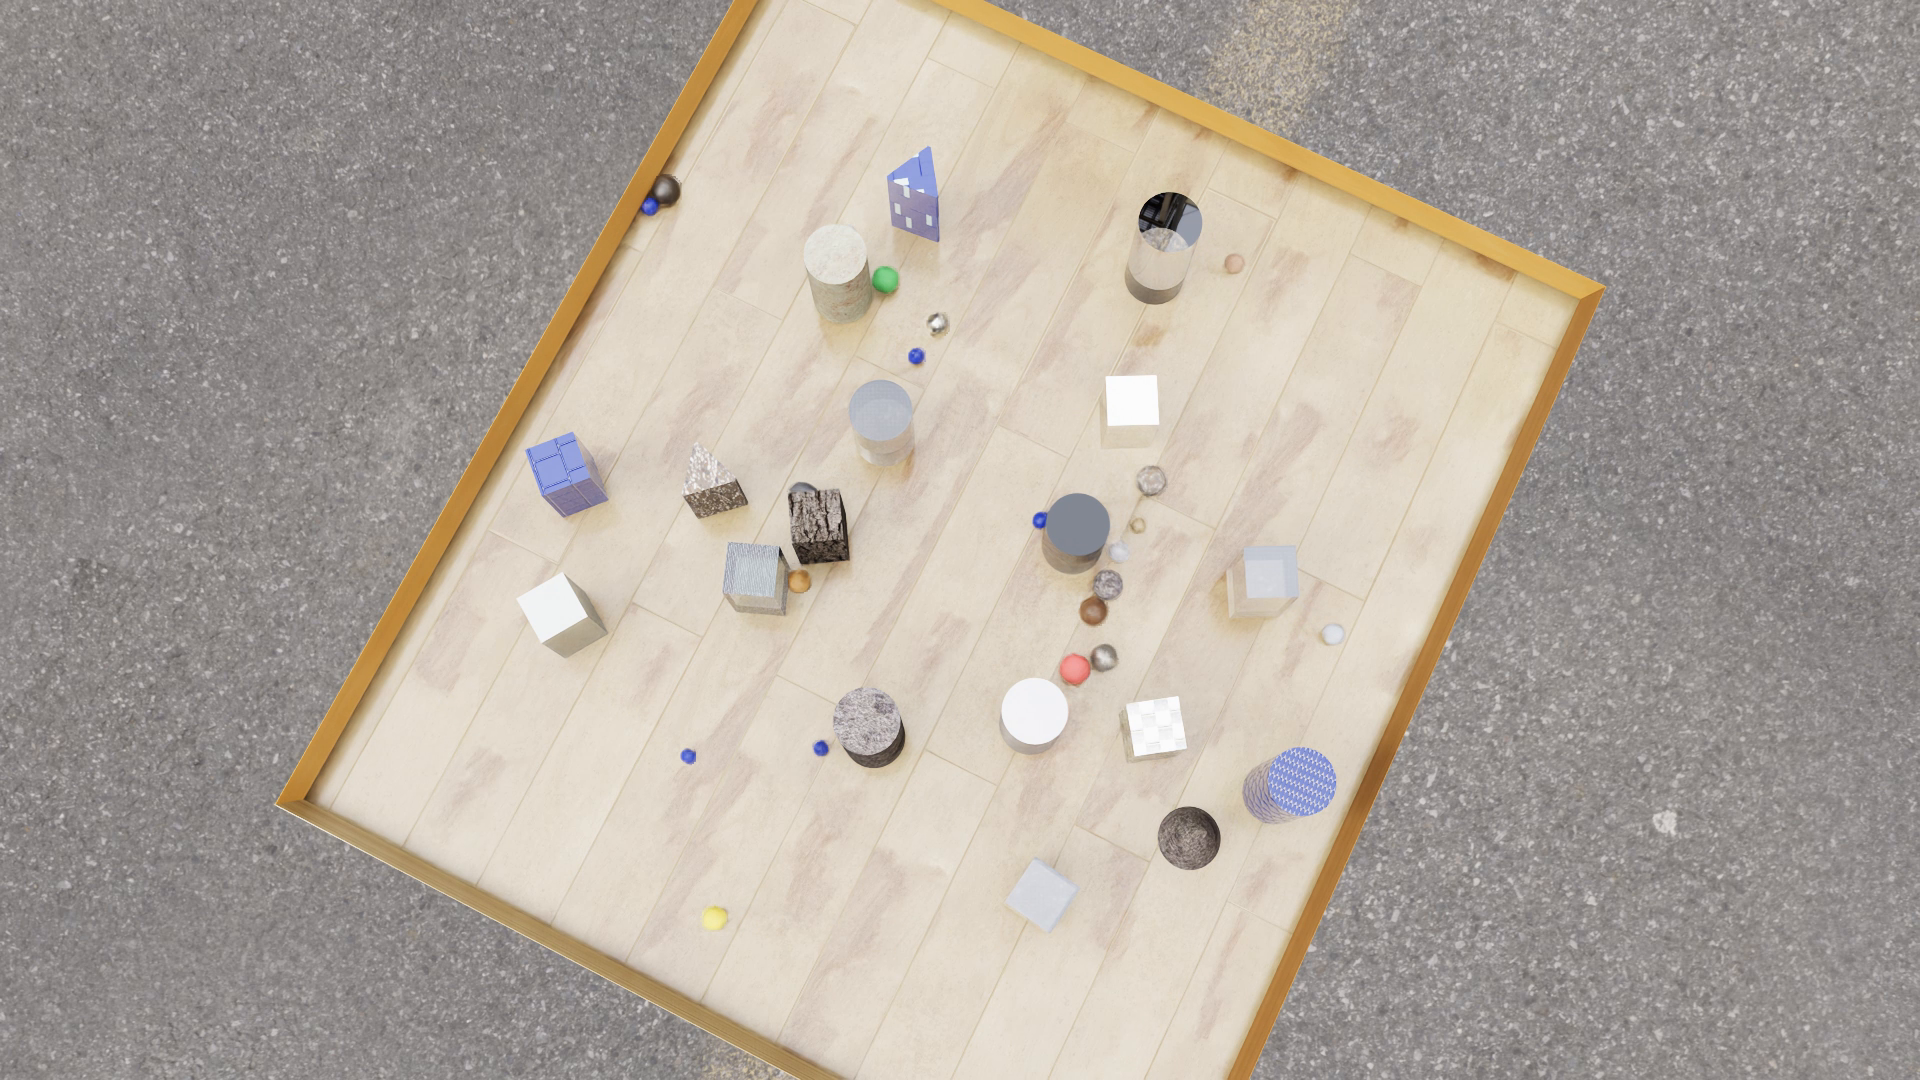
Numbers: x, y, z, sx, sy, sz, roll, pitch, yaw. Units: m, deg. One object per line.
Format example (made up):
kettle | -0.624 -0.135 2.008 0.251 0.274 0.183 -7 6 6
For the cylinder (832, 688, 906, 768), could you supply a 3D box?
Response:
cylinder | -0.257 0.544 5.272 0.187 0.454 0.187 0 78 0

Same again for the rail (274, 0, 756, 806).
rail | -1.258 -0.609 5.679 0.045 0.122 3.203 26 80 5

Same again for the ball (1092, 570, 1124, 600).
ball | 0.447 0.134 5.541 0.093 0.093 0.093 0 78 0

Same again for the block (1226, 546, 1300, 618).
block | 0.890 0.127 5.409 0.150 0.356 0.150 -2 78 0

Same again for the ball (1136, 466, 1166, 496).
ball | 0.585 -0.181 5.606 0.094 0.094 0.094 0 78 0

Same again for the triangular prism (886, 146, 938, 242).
triangular prism | -0.117 -1.076 5.649 0.162 0.372 0.141 21 79 4

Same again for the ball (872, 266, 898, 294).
ball | -0.235 -0.815 5.742 0.083 0.083 0.083 0 78 0

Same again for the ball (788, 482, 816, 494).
ball | -0.480 -0.131 5.596 0.093 0.093 0.093 0 78 0

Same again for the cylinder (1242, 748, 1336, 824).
cylinder | 0.935 0.706 5.231 0.187 0.468 0.187 0 78 0

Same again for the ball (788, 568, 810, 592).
ball | -0.488 0.122 5.556 0.070 0.070 0.070 0 78 0

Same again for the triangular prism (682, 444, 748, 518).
triangular prism | -0.750 -0.187 5.493 0.162 0.317 0.141 -17 79 -3

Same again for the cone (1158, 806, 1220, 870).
cone | 0.679 0.844 5.237 0.187 0.401 0.187 0 78 0

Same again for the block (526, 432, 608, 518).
block | -1.178 -0.193 5.505 0.150 0.296 0.150 -22 79 -4

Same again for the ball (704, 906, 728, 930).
ball | -0.715 1.106 5.352 0.069 0.069 0.069 0 78 0

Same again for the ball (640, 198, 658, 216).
ball | -0.983 -1.055 5.805 0.057 0.057 0.057 0 78 0

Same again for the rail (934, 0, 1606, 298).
rail | 0.706 -1.376 5.838 2.859 0.122 0.045 26 80 5

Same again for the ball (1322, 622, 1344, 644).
ball | 1.124 0.282 5.524 0.066 0.066 0.066 0 78 0

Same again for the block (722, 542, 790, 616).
block | -0.600 0.118 5.421 0.150 0.335 0.150 5 78 1

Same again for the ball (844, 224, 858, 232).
ball | -0.355 -0.963 5.782 0.066 0.066 0.066 0 78 0

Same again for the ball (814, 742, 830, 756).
ball | -0.413 0.623 5.464 0.046 0.046 0.046 0 78 0

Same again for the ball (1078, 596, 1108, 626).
ball | 0.402 0.214 5.528 0.087 0.087 0.087 0 78 0

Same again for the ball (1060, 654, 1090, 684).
ball | 0.345 0.388 5.490 0.090 0.090 0.090 0 78 0

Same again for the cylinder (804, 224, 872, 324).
cylinder | -0.369 -0.808 5.597 0.187 0.365 0.187 0 78 0

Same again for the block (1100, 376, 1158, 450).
block | 0.510 -0.384 5.553 0.150 0.279 0.150 -1 78 0

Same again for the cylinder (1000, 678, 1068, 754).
cylinder | 0.211 0.517 5.333 0.187 0.345 0.187 0 78 0

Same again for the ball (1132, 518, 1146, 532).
ball | 0.546 -0.045 5.602 0.046 0.046 0.046 0 78 0

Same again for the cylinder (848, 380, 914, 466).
cylinder | -0.233 -0.350 5.531 0.187 0.309 0.187 0 78 0

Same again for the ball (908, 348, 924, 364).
ball | -0.137 -0.572 5.708 0.052 0.052 0.052 0 78 0

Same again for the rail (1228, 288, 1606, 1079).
rail | 1.258 0.622 5.425 0.045 0.122 3.203 26 80 5

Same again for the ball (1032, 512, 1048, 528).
ball | 0.247 -0.061 5.602 0.053 0.053 0.053 0 78 0

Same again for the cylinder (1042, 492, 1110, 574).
cylinder | 0.343 -0.016 5.468 0.187 0.296 0.187 0 78 0

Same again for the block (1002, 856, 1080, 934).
block | 0.228 1.012 5.216 0.150 0.374 0.150 34 80 7

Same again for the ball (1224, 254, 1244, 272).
ball | 0.861 -0.872 5.765 0.062 0.062 0.062 0 78 0

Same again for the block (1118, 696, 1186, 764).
block | 0.561 0.559 5.363 0.150 0.270 0.150 -8 78 -2

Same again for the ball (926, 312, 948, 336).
ball | -0.070 -0.674 5.720 0.069 0.069 0.069 0 78 0

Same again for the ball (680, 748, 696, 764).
ball | -0.812 0.643 5.460 0.045 0.045 0.045 0 78 0

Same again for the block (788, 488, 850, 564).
block | -0.418 -0.037 5.458 0.150 0.325 0.150 -5 78 -1

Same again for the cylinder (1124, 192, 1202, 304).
cylinder | 0.613 -0.879 5.562 0.187 0.462 0.187 0 78 0

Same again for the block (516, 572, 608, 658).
block | -1.168 0.226 5.404 0.150 0.325 0.150 -30 80 -6

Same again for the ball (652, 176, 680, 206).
ball | -0.929 -1.105 5.799 0.091 0.091 0.091 0 78 0

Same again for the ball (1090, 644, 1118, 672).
ball | 0.433 0.353 5.501 0.083 0.083 0.083 0 78 0

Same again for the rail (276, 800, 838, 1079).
rail | -0.706 1.389 5.266 2.859 0.122 0.045 26 80 5

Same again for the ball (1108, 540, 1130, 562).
ball | 0.484 0.032 5.576 0.065 0.065 0.065 0 78 0
